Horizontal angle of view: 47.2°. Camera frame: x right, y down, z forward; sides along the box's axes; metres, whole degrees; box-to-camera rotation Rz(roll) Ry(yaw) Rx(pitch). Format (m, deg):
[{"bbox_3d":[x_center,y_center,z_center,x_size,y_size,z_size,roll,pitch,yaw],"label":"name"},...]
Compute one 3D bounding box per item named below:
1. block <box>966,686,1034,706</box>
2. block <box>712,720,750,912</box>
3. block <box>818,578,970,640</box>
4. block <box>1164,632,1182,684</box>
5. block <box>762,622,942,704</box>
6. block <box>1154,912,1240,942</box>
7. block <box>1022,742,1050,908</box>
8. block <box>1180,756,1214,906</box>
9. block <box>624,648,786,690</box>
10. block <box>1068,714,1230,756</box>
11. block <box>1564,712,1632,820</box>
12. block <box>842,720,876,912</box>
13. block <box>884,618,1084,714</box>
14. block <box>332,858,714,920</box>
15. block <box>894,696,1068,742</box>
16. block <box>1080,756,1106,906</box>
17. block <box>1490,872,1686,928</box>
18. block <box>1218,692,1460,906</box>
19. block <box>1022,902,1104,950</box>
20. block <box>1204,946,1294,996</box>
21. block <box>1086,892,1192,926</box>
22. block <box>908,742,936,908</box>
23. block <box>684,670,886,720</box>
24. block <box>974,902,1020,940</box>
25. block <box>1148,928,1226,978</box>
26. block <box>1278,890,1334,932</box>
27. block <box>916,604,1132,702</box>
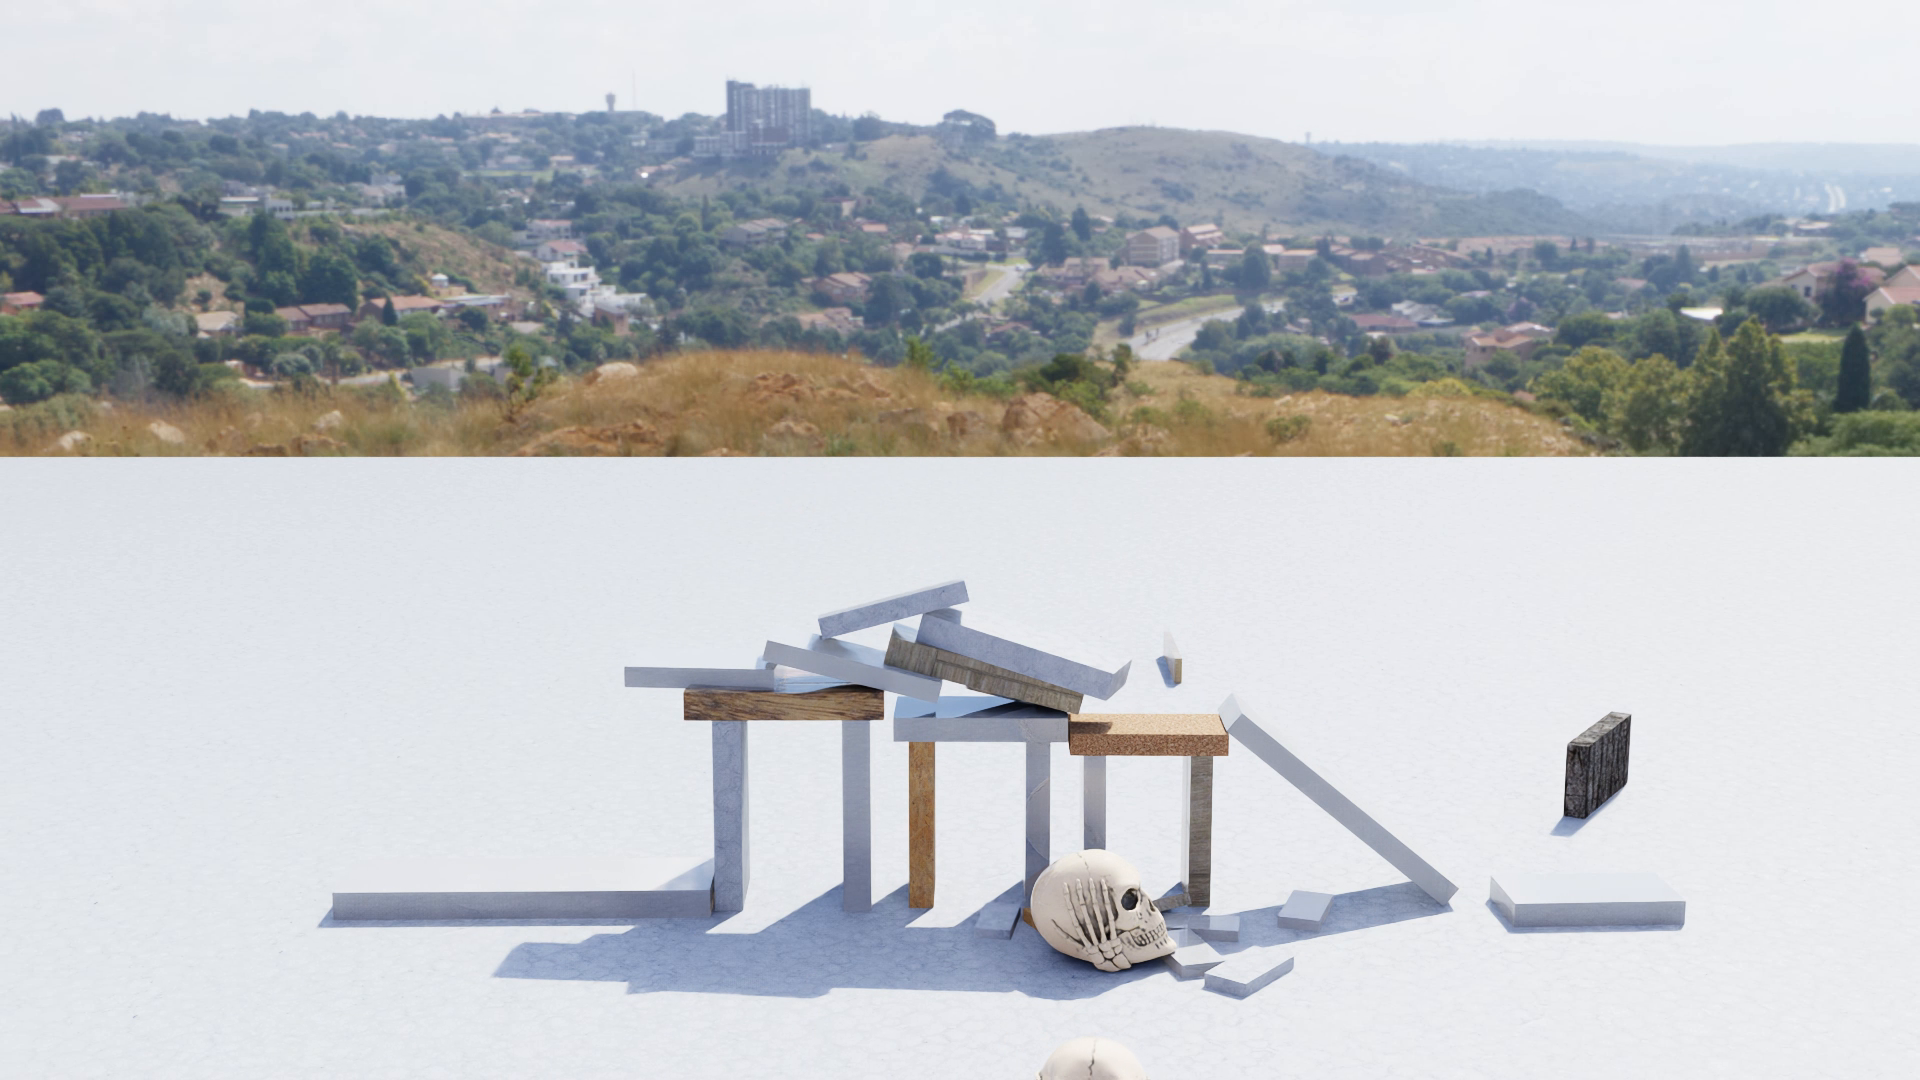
[{"bbox_3d":[0.067,0.245,3.640,0.117,0.017,0.058,14,10,-5],"label":"block"},{"bbox_3d":[-0.378,0.433,3.636,0.046,0.321,0.161,0,11,-1],"label":"block"},{"bbox_3d":[-0.109,0.112,3.607,0.245,0.035,0.122,-15,2,-2],"label":"block"},{"bbox_3d":[0.502,0.276,5.199,0.017,0.058,0.279,0,11,0],"label":"block"},{"bbox_3d":[-0.174,0.200,3.587,0.290,0.035,0.122,14,10,-5],"label":"block"},{"bbox_3d":[0.376,0.614,3.488,0.132,0.019,0.066,2,11,9],"label":"block"},{"bbox_3d":[0.126,0.451,3.645,0.040,0.282,0.141,0,11,0],"label":"block"},{"bbox_3d":[0.392,0.464,3.646,0.036,0.256,0.128,0,11,0],"label":"block"},{"bbox_3d":[-0.415,0.212,3.600,0.245,0.035,0.122,1,11,5],"label":"block"},{"bbox_3d":[0.307,0.320,3.618,0.256,0.036,0.128,0,11,0],"label":"block"},{"bbox_3d":[1.212,0.425,4.177,0.039,0.139,0.277,7,12,32],"label":"block"},{"bbox_3d":[-0.167,0.433,3.636,0.046,0.321,0.161,0,11,0],"label":"block"},{"bbox_3d":[0.042,0.206,3.635,0.327,0.046,0.163,15,10,-1],"label":"block"},{"bbox_3d":[-0.709,0.574,3.628,0.606,0.046,0.163,0,11,-1],"label":"block"},{"bbox_3d":[0.035,0.294,3.613,0.282,0.040,0.141,0,11,1],"label":"block"},{"bbox_3d":[0.220,0.464,3.646,0.036,0.257,0.128,-1,11,0],"label":"block"},{"bbox_3d":[1.021,0.586,3.585,0.277,0.039,0.139,0,11,-3],"label":"block"},{"bbox_3d":[0.625,0.428,3.648,0.468,0.039,0.139,39,8,-6],"label":"block"},{"bbox_3d":[0.164,0.612,3.494,0.071,0.020,0.142,-5,12,-25],"label":"block"},{"bbox_3d":[0.435,0.647,3.305,0.071,0.020,0.142,8,13,37],"label":"block"},{"bbox_3d":[0.287,0.594,3.526,0.161,0.019,0.066,-7,-13,-32],"label":"block"},{"bbox_3d":[-0.062,0.451,3.644,0.040,0.282,0.141,0,11,1],"label":"block"},{"bbox_3d":[-0.283,0.253,3.600,0.321,0.046,0.161,0,11,0],"label":"block"},{"bbox_3d":[0.060,0.610,3.517,0.059,0.017,0.117,1,11,10],"label":"block"},{"bbox_3d":[0.347,0.634,3.377,0.071,0.020,0.142,-3,11,-17],"label":"block"},{"bbox_3d":[0.560,0.600,3.562,0.066,0.019,0.132,4,11,19],"label":"block"},{"bbox_3d":[0.107,0.179,3.610,0.327,0.046,0.163,17,10,13],"label":"block"}]
